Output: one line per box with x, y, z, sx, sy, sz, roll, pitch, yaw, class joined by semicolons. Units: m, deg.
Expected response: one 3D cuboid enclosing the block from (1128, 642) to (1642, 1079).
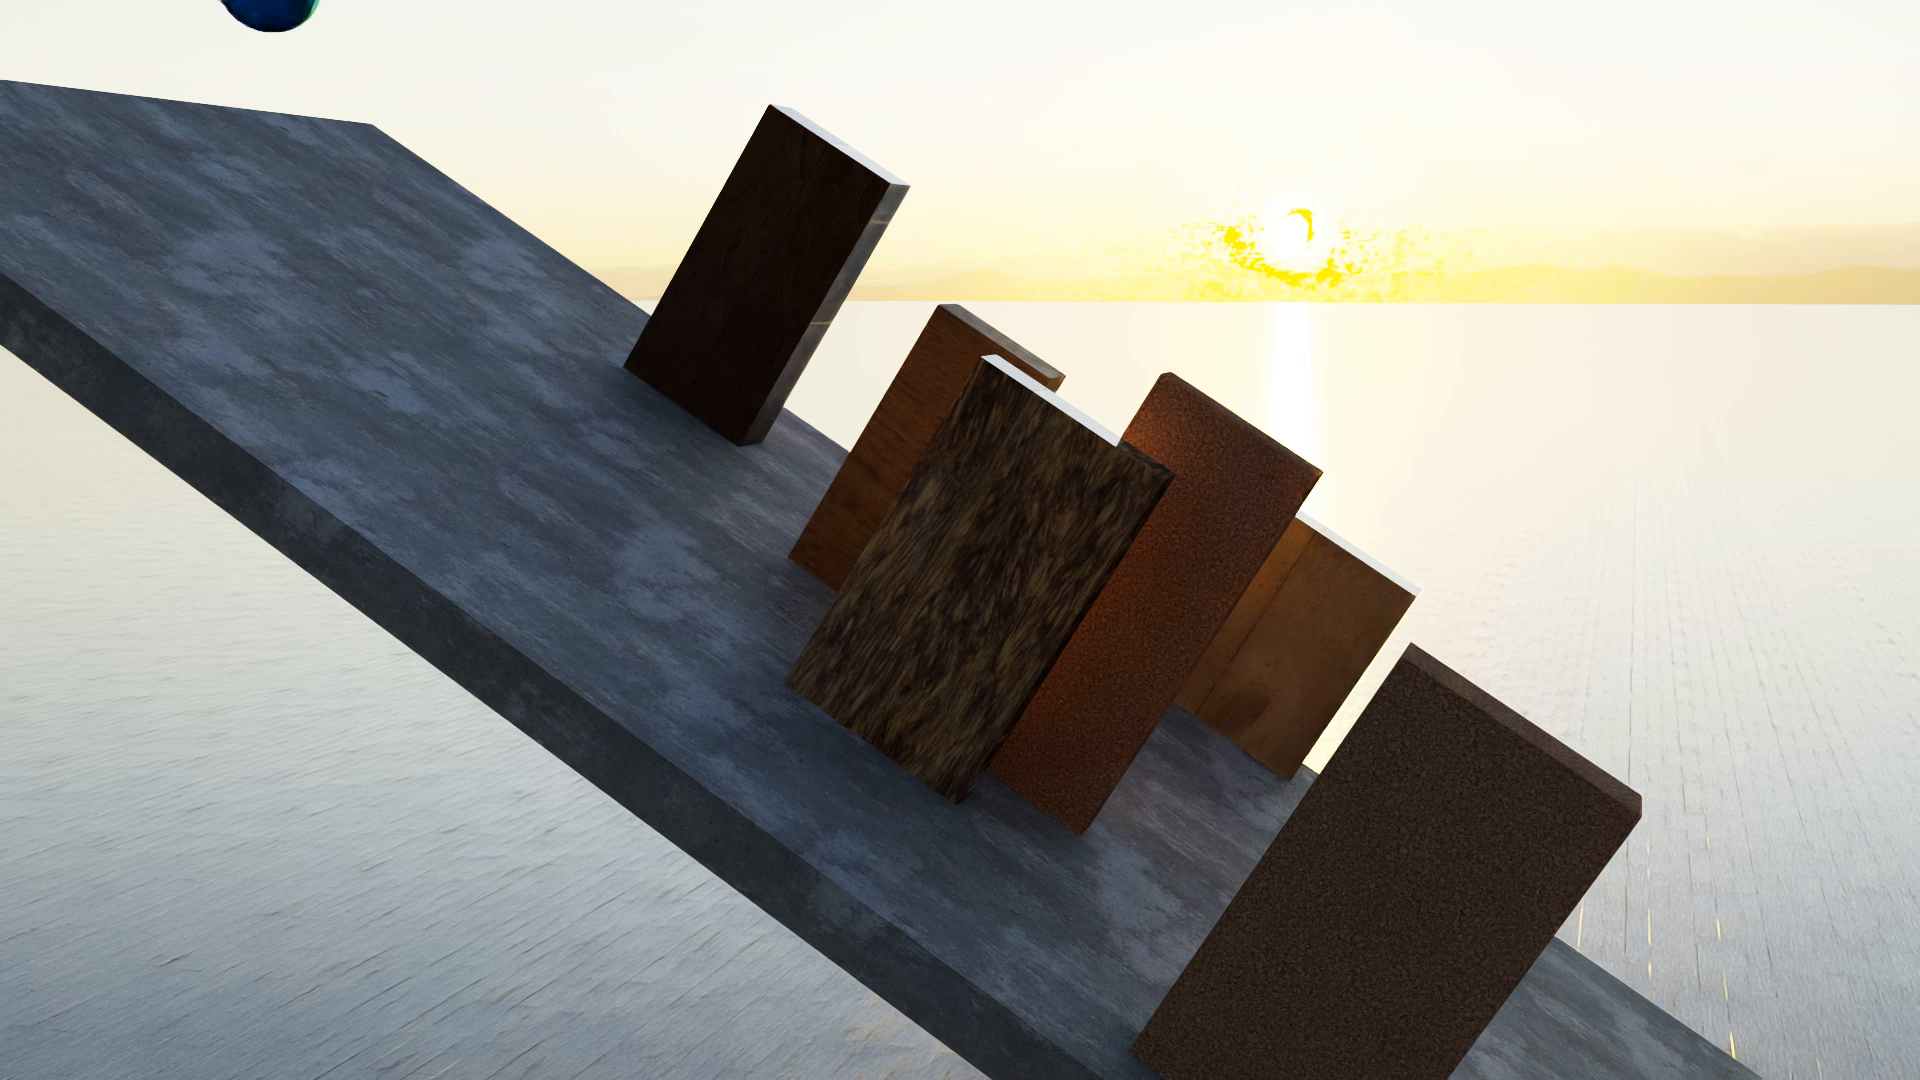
0.585;0.538;3.062;0.372;0.695;0.124;35;15;11;block

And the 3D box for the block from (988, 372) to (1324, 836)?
0.280;0.111;3.739;0.308;0.743;0.087;35;15;11;block

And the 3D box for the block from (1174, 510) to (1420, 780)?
0.670;0.189;4.762;0.445;0.486;0.112;35;15;11;block

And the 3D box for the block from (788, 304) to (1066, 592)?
-0.065;-0.138;4.187;0.254;0.573;0.124;35;15;11;block

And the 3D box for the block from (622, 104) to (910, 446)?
-0.415;-0.562;4.699;0.315;0.651;0.135;35;15;11;block

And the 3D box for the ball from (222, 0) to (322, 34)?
-1.300;-1.055;4.141;0.197;0.197;0.197;0;7;0;ball

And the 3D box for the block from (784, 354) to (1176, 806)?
0.026;0.066;3.576;0.353;0.641;0.088;35;15;11;block

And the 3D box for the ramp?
-0.147;0.244;4.109;4.000;0.100;2.000;35;15;11;ramp

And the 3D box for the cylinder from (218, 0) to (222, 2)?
-1.458;-1.222;4.474;0.207;0.207;0.207;-7;0;-45;cylinder
